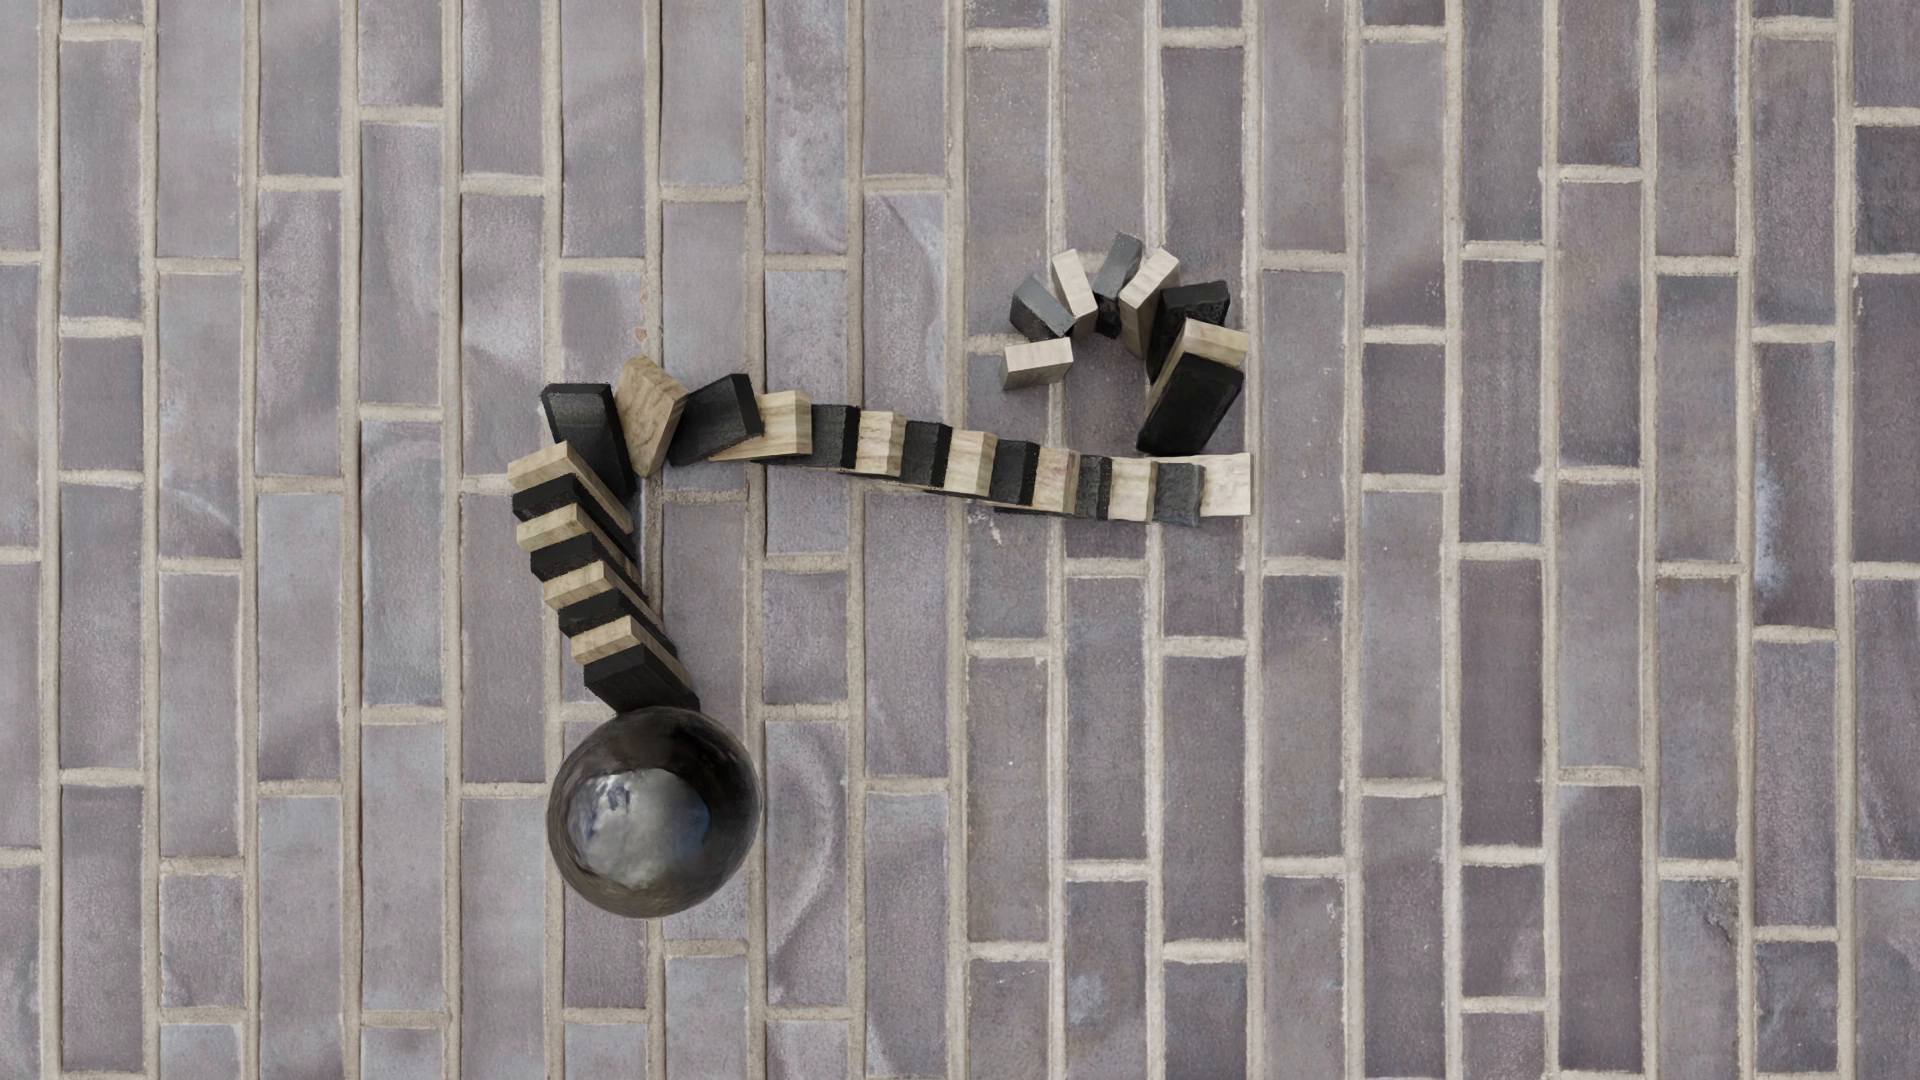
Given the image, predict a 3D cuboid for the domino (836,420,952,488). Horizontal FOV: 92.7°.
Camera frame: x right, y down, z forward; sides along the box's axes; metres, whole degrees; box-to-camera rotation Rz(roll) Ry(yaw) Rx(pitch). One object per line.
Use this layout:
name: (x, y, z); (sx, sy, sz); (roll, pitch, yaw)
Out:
domino: (-0.028, -0.037, 0.382); (0.050, 0.010, 0.025); (9, 90, 34)

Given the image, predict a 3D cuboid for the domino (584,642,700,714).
domino: (-0.130, 0.063, 0.377); (0.025, 0.050, 0.010); (-21, 52, 0)

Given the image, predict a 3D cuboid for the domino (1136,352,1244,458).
domino: (0.094, -0.052, 0.377); (0.025, 0.050, 0.009); (20, 54, 0)

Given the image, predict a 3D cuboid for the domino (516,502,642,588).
domino: (-0.156, 0.007, 0.377); (0.025, 0.050, 0.010); (-21, 52, 0)

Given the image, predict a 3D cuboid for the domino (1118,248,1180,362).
domino: (0.078, -0.095, 0.375); (0.009, 0.050, 0.025); (42, 90, 19)

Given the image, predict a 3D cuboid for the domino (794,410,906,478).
domino: (-0.046, -0.041, 0.383); (0.050, 0.010, 0.025); (7, 90, 33)

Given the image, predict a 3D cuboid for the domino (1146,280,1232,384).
domino: (0.092, -0.084, 0.375); (0.025, 0.050, 0.010); (-8, 64, 0)

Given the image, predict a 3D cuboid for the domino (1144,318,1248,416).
domino: (0.096, -0.067, 0.376); (0.025, 0.050, 0.010); (15, 58, 0)

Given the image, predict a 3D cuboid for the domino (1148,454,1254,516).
domino: (0.097, -0.022, 0.385); (0.050, 0.009, 0.025); (0, 90, 25)

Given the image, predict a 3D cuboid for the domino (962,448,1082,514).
domino: (0.025, -0.026, 0.379); (0.050, 0.009, 0.025); (7, 91, 38)

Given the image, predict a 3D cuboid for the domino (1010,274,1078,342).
domino: (0.033, -0.090, 0.375); (0.025, 0.050, 0.009); (45, 92, 0)

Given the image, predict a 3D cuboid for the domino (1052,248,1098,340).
domino: (0.047, -0.099, 0.375); (0.010, 0.050, 0.025); (-22, 90, 7)

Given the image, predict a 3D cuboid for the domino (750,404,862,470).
domino: (-0.065, -0.043, 0.383); (0.050, 0.010, 0.025); (6, 90, 32)

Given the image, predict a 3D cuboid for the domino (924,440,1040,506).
domino: (0.008, -0.029, 0.380); (0.050, 0.009, 0.025); (9, 92, 38)

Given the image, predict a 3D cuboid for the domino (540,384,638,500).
domino: (-0.154, -0.040, 0.381); (0.025, 0.010, 0.050); (1, 125, 3)

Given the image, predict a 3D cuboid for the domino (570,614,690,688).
domino: (-0.134, 0.051, 0.377); (0.025, 0.050, 0.009); (-21, 52, 1)

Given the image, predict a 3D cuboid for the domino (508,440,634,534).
domino: (-0.159, -0.017, 0.377); (0.025, 0.050, 0.010); (-21, 52, 1)

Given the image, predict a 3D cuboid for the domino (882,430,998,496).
domino: (-0.009, -0.033, 0.381); (0.050, 0.010, 0.025); (9, 90, 37)

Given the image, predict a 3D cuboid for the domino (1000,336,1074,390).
domino: (0.030, -0.071, 0.375); (0.025, 0.050, 0.009); (-9, 91, 0)

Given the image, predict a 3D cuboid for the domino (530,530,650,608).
domino: (-0.151, 0.019, 0.377); (0.025, 0.050, 0.010); (-19, 52, -2)

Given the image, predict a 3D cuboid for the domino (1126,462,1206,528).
domino: (0.075, -0.020, 0.383); (0.050, 0.010, 0.025); (7, 90, 30)

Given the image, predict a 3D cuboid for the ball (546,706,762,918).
ball: (-0.119, 0.106, 0.360); (0.080, 0.080, 0.080); (0, 90, 0)

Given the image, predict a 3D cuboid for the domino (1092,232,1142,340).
domino: (0.064, -0.102, 0.374); (0.009, 0.050, 0.025); (26, 89, 12)

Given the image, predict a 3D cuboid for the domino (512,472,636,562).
domino: (-0.158, -0.004, 0.378); (0.025, 0.050, 0.009); (-21, 52, 0)

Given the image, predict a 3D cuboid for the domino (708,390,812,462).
domino: (-0.084, -0.047, 0.383); (0.050, 0.009, 0.025); (-1, 90, 32)

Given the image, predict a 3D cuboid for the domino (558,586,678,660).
domino: (-0.140, 0.041, 0.377); (0.025, 0.050, 0.010); (-21, 52, 0)

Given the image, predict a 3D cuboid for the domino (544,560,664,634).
domino: (-0.145, 0.030, 0.377); (0.025, 0.050, 0.009); (-21, 52, 0)

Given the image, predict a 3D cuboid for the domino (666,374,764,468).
domino: (-0.105, -0.049, 0.382); (0.050, 0.009, 0.025); (-15, 90, 35)

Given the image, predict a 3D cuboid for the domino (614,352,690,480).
domino: (-0.131, -0.050, 0.380); (0.025, 0.009, 0.050); (39, 133, 0)

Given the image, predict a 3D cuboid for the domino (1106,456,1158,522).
domino: (0.056, -0.022, 0.384); (0.050, 0.009, 0.025); (6, 90, 30)

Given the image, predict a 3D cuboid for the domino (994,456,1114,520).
domino: (0.038, -0.022, 0.381); (0.050, 0.009, 0.025); (5, 90, 38)
